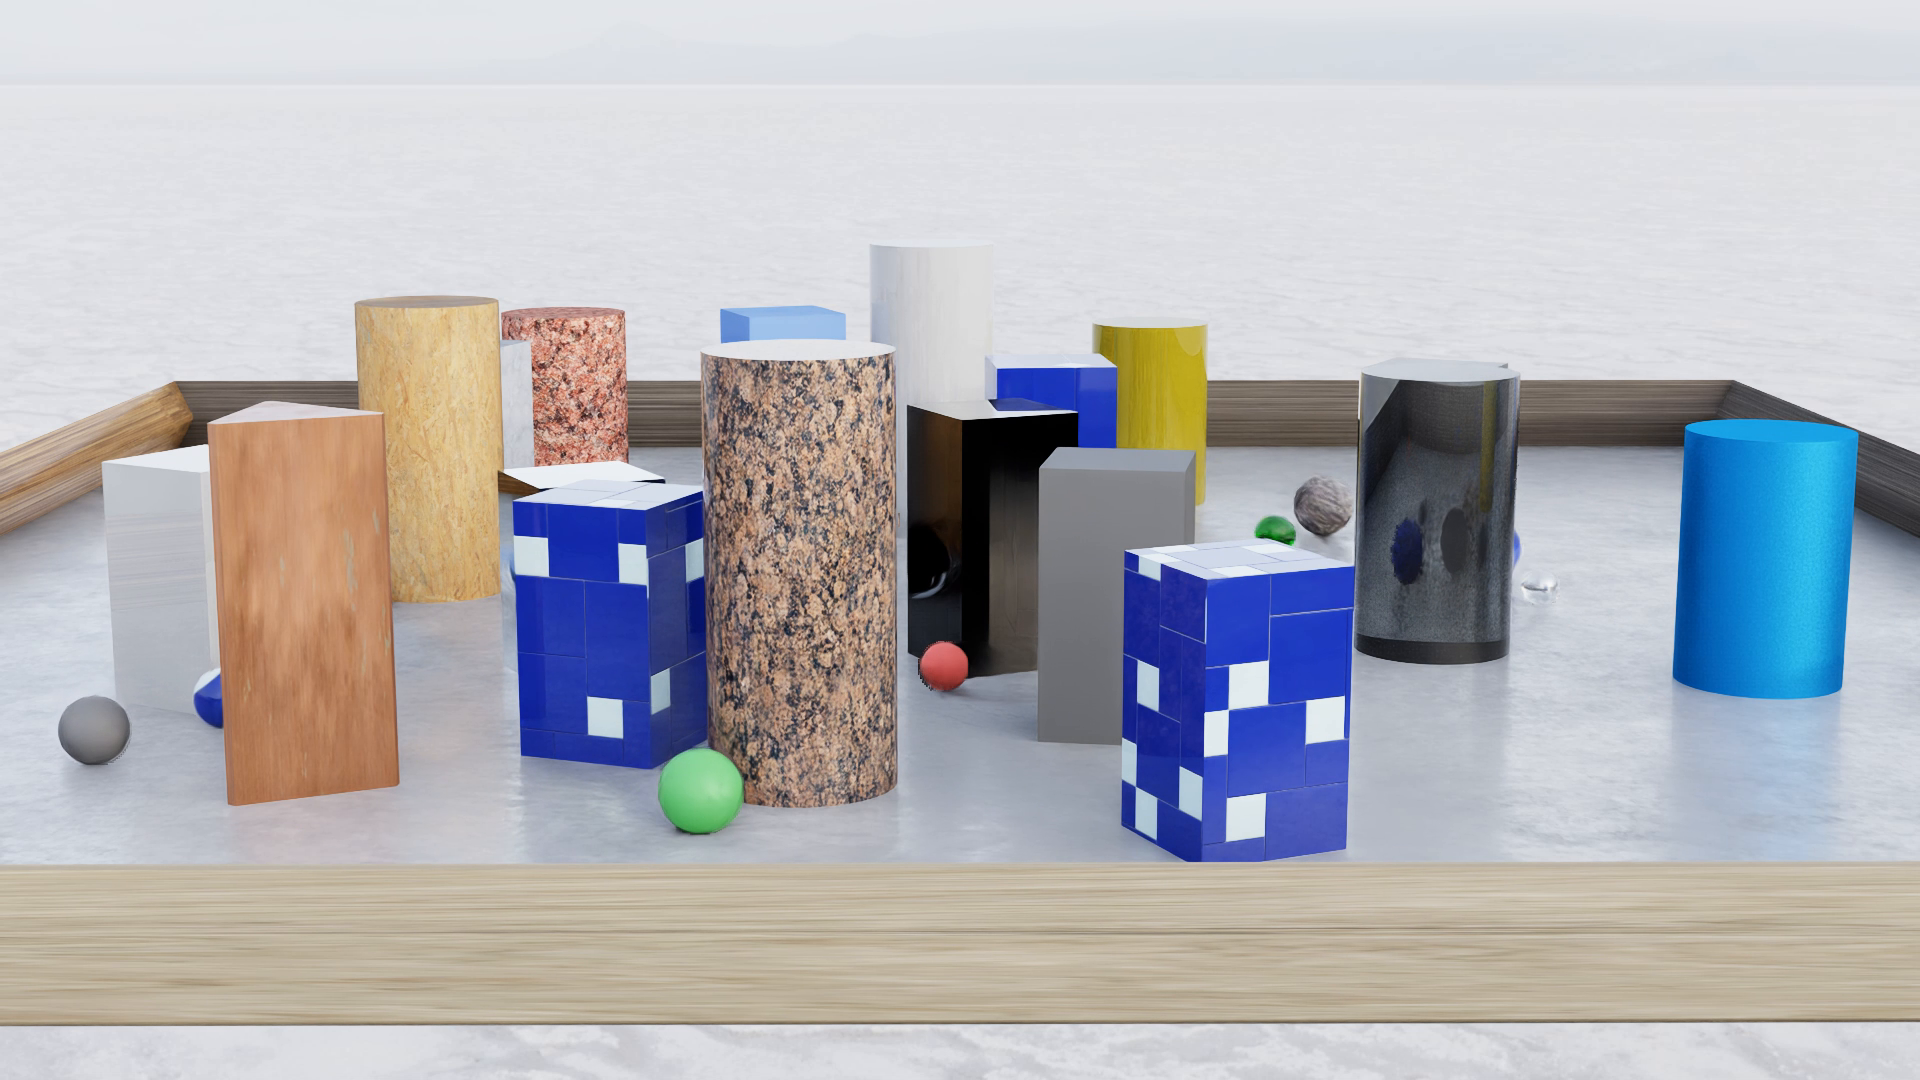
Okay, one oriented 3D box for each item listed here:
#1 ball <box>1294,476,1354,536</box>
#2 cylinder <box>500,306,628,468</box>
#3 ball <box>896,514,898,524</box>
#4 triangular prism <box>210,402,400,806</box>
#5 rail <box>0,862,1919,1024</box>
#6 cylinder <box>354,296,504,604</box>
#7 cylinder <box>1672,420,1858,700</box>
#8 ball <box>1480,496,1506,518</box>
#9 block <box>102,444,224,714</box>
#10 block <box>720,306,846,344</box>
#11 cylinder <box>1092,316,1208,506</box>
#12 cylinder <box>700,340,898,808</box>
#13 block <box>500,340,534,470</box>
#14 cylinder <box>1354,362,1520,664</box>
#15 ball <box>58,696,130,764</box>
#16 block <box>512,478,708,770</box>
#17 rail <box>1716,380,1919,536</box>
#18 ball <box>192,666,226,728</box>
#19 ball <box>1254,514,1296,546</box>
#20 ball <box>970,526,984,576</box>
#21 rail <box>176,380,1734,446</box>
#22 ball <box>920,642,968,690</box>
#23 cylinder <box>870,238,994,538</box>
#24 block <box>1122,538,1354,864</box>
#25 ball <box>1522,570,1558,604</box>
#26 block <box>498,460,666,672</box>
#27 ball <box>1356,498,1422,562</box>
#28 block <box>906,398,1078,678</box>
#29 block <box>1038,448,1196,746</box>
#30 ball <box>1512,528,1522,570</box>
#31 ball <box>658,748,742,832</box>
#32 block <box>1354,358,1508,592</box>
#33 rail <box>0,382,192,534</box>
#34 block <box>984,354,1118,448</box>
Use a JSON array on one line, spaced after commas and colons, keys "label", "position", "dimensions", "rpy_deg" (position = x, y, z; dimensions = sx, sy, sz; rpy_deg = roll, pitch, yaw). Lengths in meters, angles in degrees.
[{"label": "ball", "position": [0.569, -0.054, 4.015], "dimensions": [0.094, 0.094, 0.094], "rpy_deg": [0, 11, 0]}, {"label": "cylinder", "position": [-0.628, -0.194, 4.093], "dimensions": [0.195, 0.339, 0.195], "rpy_deg": [0, 11, 0]}, {"label": "ball", "position": [-0.129, -0.032, 3.972], "dimensions": [0.065, 0.065, 0.065], "rpy_deg": [0, 11, 0]}, {"label": "triangular prism", "position": [-0.682, 0.057, 2.620], "dimensions": [0.169, 0.383, 0.146], "rpy_deg": [-5, 12, -26]}, {"label": "rail", "position": [0.009, 0.305, 1.982], "dimensions": [2.997, 0.127, 0.045], "rpy_deg": [0, 11, 0]}, {"label": "cylinder", "position": [-0.734, -0.130, 3.571], "dimensions": [0.195, 0.404, 0.195], "rpy_deg": [0, 11, 0]}, {"label": "cylinder", "position": [0.955, 0.019, 3.049], "dimensions": [0.195, 0.301, 0.195], "rpy_deg": [0, 11, 0]}, {"label": "ball", "position": [0.858, -0.050, 4.133], "dimensions": [0.042, 0.042, 0.042], "rpy_deg": [0, 11, 0]}, {"label": "block", "position": [-0.871, 0.044, 2.975], "dimensions": [0.156, 0.280, 0.156], "rpy_deg": [6, 12, 29]}, {"label": "block", "position": [-0.278, -0.189, 4.050], "dimensions": [0.156, 0.345, 0.156], "rpy_deg": [-4, 11, -21]}, {"label": "cylinder", "position": [0.318, -0.216, 4.317], "dimensions": [0.195, 0.301, 0.195], "rpy_deg": [0, 11, 0]}, {"label": "cylinder", "position": [-0.161, 0.029, 2.600], "dimensions": [0.195, 0.446, 0.195], "rpy_deg": [0, 11, 0]}, {"label": "block", "position": [-0.738, -0.131, 3.810], "dimensions": [0.156, 0.319, 0.156], "rpy_deg": [3, 11, 16]}, {"label": "cylinder", "position": [0.596, -0.036, 3.214], "dimensions": [0.195, 0.350, 0.195], "rpy_deg": [0, 11, 0]}, {"label": "ball", "position": [-0.912, 0.200, 2.701], "dimensions": [0.073, 0.073, 0.073], "rpy_deg": [0, 11, 0]}, {"label": "block", "position": [-0.368, 0.086, 2.757], "dimensions": [0.156, 0.276, 0.156], "rpy_deg": [4, 11, 21]}, {"label": "rail", "position": [1.475, 0.031, 3.457], "dimensions": [0.045, 0.127, 3.031], "rpy_deg": [0, 11, 0]}, {"label": "ball", "position": [-0.818, 0.174, 2.853], "dimensions": [0.068, 0.068, 0.068], "rpy_deg": [0, 11, 0]}, {"label": "ball", "position": [0.471, -0.007, 3.844], "dimensions": [0.062, 0.062, 0.062], "rpy_deg": [0, 11, 0]}, {"label": "ball", "position": [0.057, 0.015, 3.659], "dimensions": [0.087, 0.087, 0.087], "rpy_deg": [0, 11, 0]}, {"label": "rail", "position": [-0.009, -0.240, 4.916], "dimensions": [2.997, 0.127, 0.045], "rpy_deg": [0, 11, 0]}, {"label": "ball", "position": [-0.018, 0.149, 3.018], "dimensions": [0.057, 0.057, 0.057], "rpy_deg": [0, 11, 0]}, {"label": "cylinder", "position": [-0.044, -0.240, 4.033], "dimensions": [0.195, 0.452, 0.195], "rpy_deg": [0, 11, 0]}, {"label": "block", "position": [0.260, 0.150, 2.425], "dimensions": [0.156, 0.271, 0.156], "rpy_deg": [-5, 12, -24]}, {"label": "ball", "position": [0.791, 0.064, 3.499], "dimensions": [0.048, 0.048, 0.048], "rpy_deg": [0, 11, 0]}, {"label": "block", "position": [-0.455, 0.040, 3.099], "dimensions": [0.156, 0.242, 0.156], "rpy_deg": [-6, 12, -27]}, {"label": "ball", "position": [0.633, -0.014, 3.791], "dimensions": [0.096, 0.096, 0.096], "rpy_deg": [0, 11, 0]}, {"label": "block", "position": [0.039, -0.006, 3.152], "dimensions": [0.156, 0.313, 0.156], "rpy_deg": [-5, 12, -25]}, {"label": "block", "position": [0.174, 0.060, 2.829], "dimensions": [0.156, 0.301, 0.156], "rpy_deg": [2, 11, 9]}, {"label": "ball", "position": [0.751, 0.012, 3.654], "dimensions": [0.095, 0.095, 0.095], "rpy_deg": [0, 11, 0]}, {"label": "ball", "position": [-0.249, 0.240, 2.461], "dimensions": [0.081, 0.081, 0.081], "rpy_deg": [0, 11, 0]}, {"label": "block", "position": [0.635, -0.071, 3.459], "dimensions": [0.156, 0.329, 0.156], "rpy_deg": [5, 12, 27]}, {"label": "rail", "position": [-1.475, 0.034, 3.441], "dimensions": [0.045, 0.127, 3.031], "rpy_deg": [0, 11, 0]}, {"label": "block", "position": [0.118, -0.068, 3.409], "dimensions": [0.156, 0.341, 0.156], "rpy_deg": [-1, 11, -5]}]
